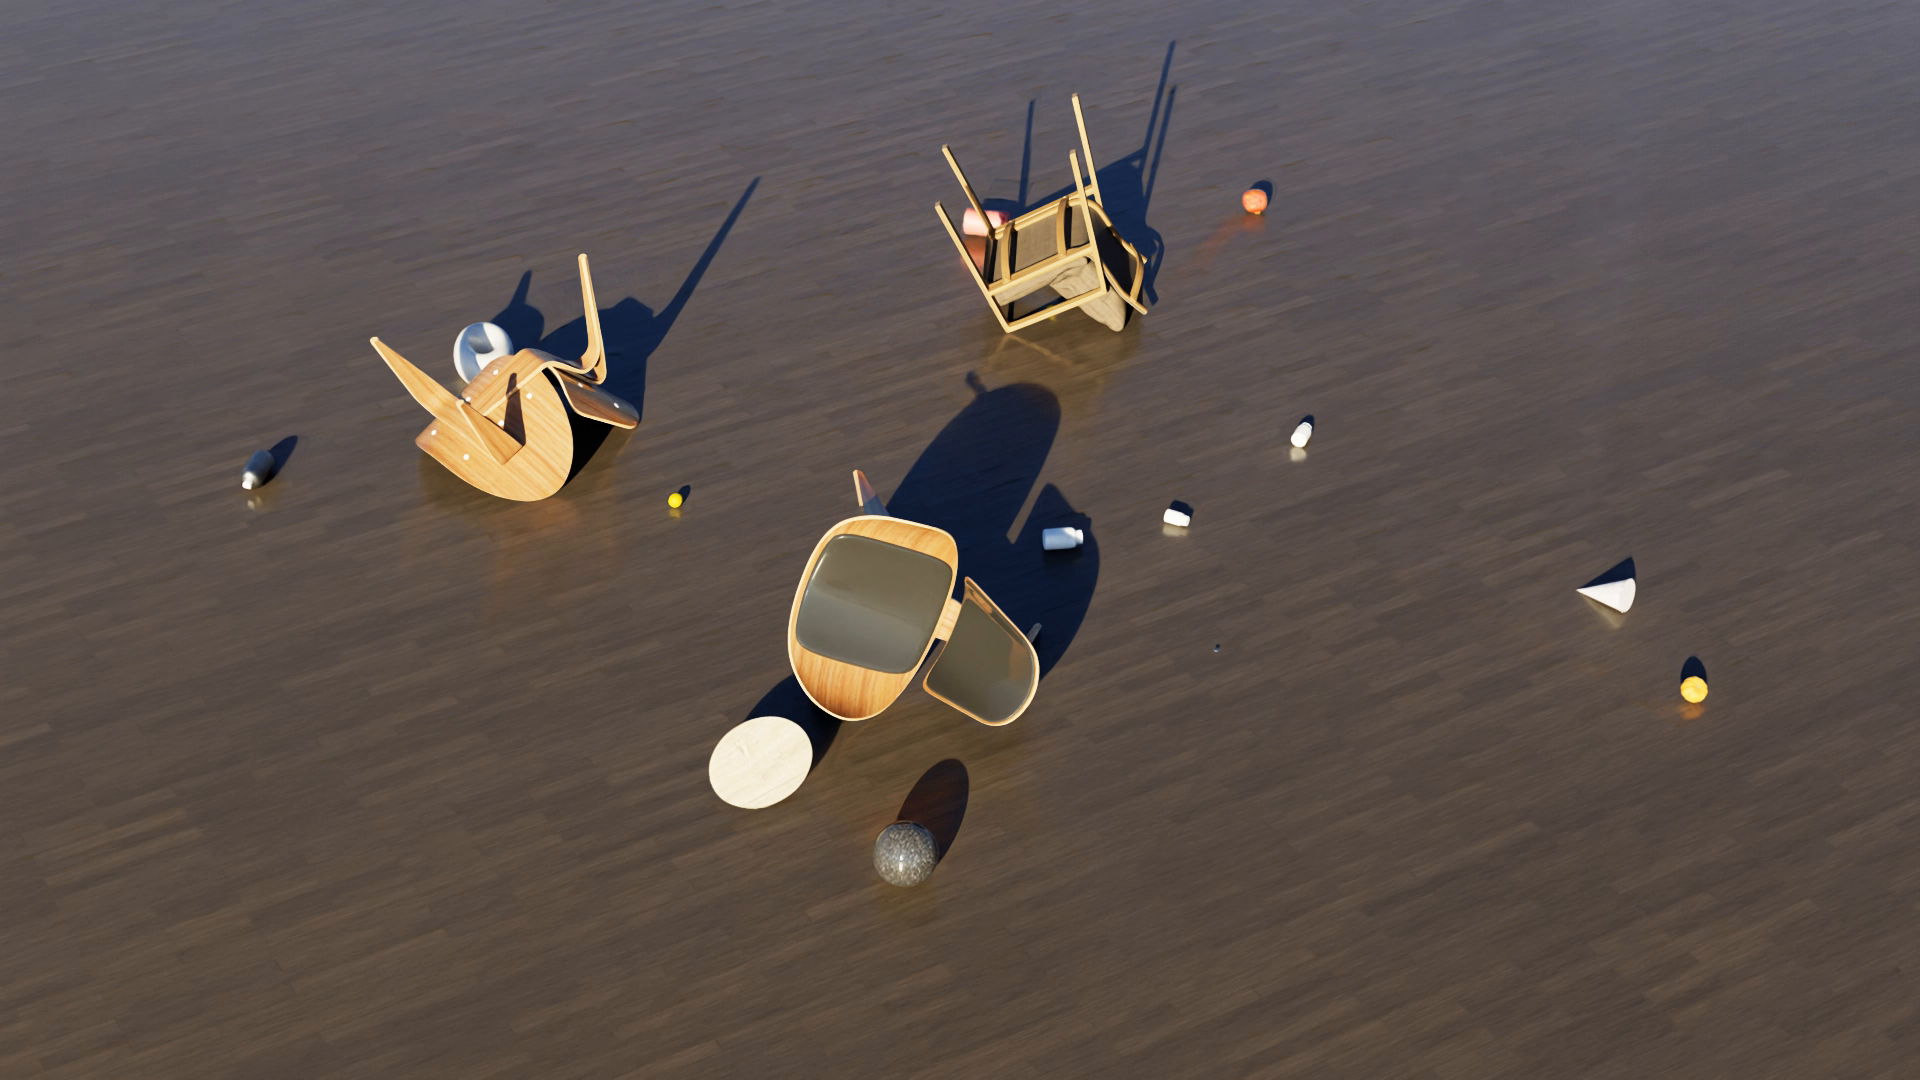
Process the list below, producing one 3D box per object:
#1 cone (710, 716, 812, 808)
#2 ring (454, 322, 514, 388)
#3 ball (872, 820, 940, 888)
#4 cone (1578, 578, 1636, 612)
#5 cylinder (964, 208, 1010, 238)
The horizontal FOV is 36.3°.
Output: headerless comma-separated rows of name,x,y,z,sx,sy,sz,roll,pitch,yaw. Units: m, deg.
cone,-0.652,0.752,9.715,0.353,0.121,0.297,-29,71,-6
ring,-1.943,-0.755,11.963,0.244,0.144,0.386,-4,34,-9
ball,-0.172,0.989,9.250,0.212,0.212,0.212,0,33,0
cone,2.320,0.191,10.607,0.201,0.104,0.140,7,47,37
cylinder,0.120,-1.399,12.951,0.181,0.113,0.167,6,4,10
